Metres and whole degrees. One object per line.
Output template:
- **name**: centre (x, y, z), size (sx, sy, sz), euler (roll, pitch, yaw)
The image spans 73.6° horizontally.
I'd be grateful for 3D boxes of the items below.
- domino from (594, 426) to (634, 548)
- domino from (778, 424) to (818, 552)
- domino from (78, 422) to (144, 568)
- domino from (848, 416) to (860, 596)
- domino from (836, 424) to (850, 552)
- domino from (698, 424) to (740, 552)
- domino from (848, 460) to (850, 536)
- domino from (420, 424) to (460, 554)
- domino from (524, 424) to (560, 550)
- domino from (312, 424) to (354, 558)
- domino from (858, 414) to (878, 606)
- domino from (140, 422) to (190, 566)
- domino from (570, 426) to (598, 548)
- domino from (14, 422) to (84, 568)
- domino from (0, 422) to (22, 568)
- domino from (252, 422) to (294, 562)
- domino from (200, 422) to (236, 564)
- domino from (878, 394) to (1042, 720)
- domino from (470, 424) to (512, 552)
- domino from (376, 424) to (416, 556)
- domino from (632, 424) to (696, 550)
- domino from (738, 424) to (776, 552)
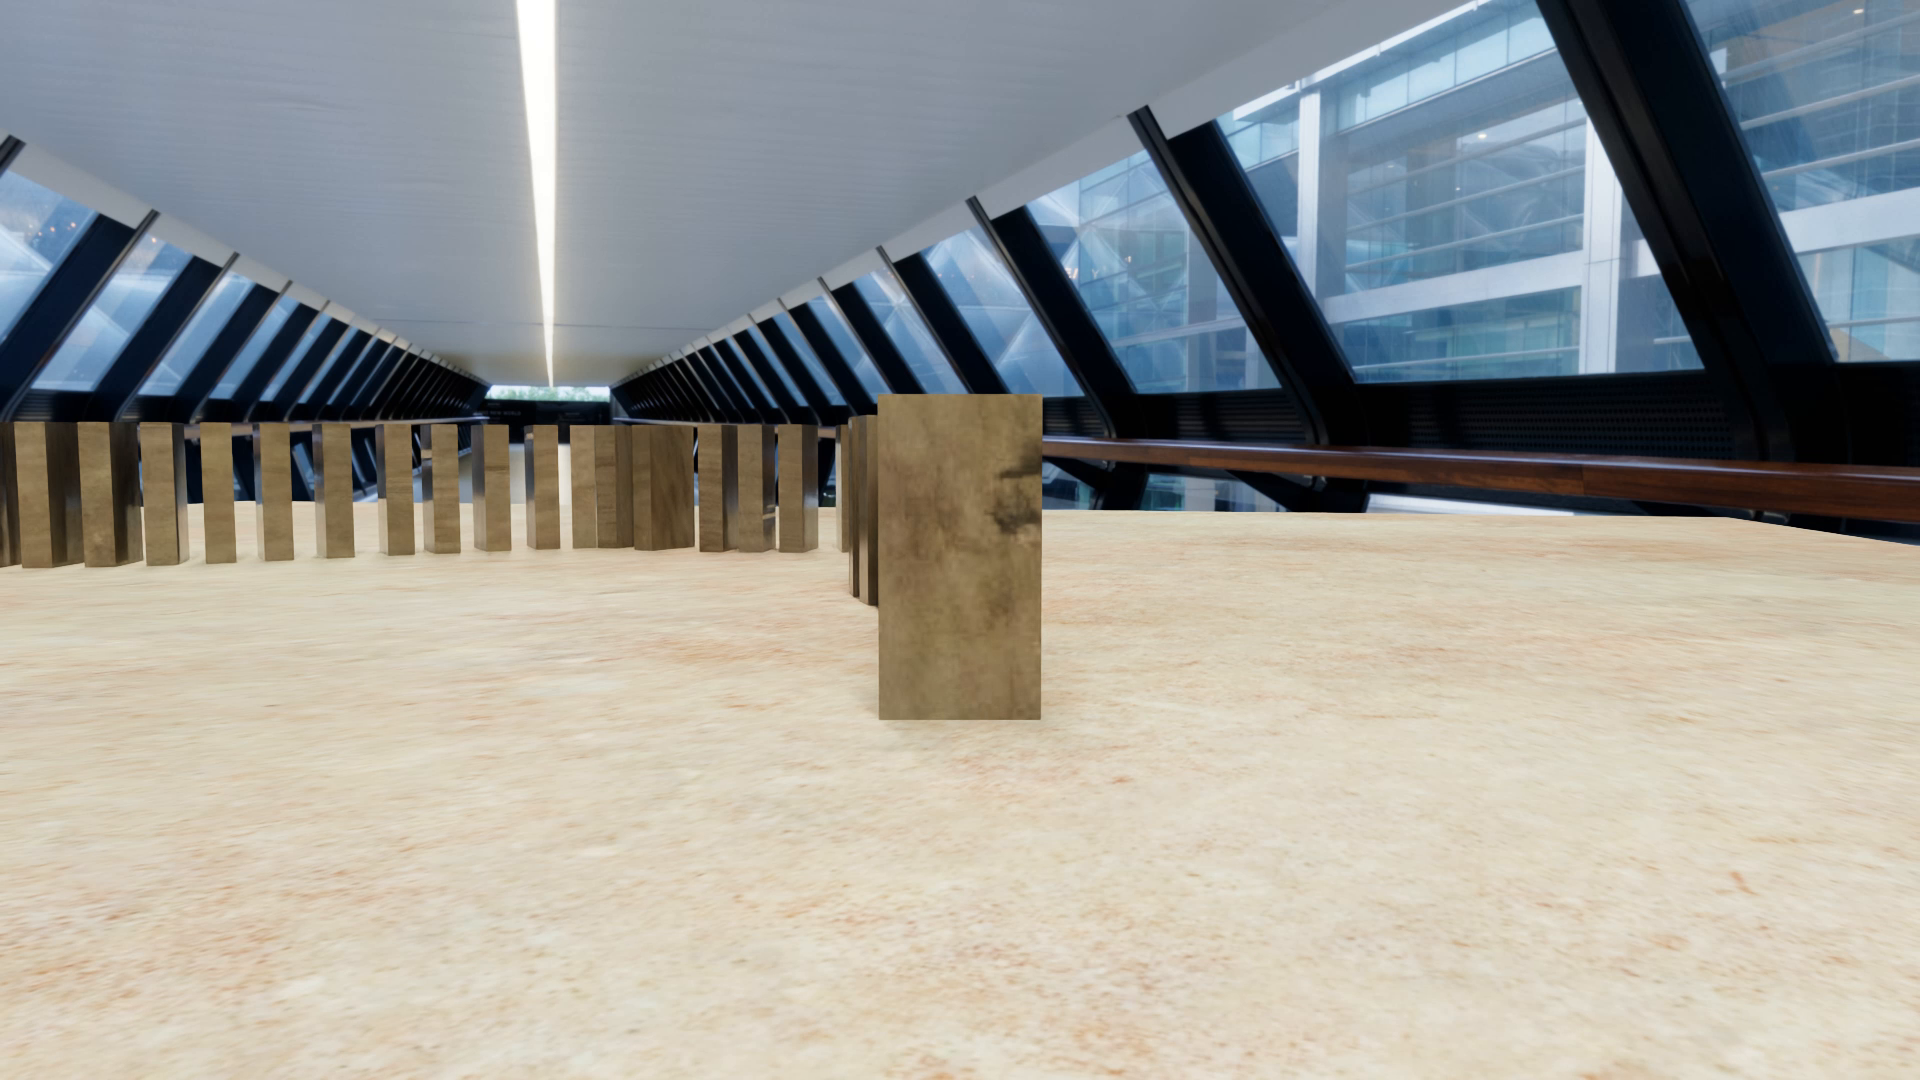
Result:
- **domino**: centre (-0.139, -0.022, 0.532), size (0.009, 0.050, 0.025), euler (2, 5, 21)
- **domino**: centre (-0.064, -0.021, 0.512), size (0.009, 0.050, 0.025), euler (1, 4, 8)
- **domino**: centre (-0.300, -0.016, 0.453), size (0.009, 0.050, 0.025), euler (-1, 4, -13)
- **domino**: centre (-0.018, -0.010, 0.362), size (0.025, 0.050, 0.009), euler (-1, 4, -10)
- **domino**: centre (-0.044, -0.021, 0.514), size (0.010, 0.050, 0.025), euler (-1, 4, -10)
- **domino**: centre (-0.097, -0.021, 0.515), size (0.009, 0.050, 0.025), euler (0, 4, 6)
- **domino**: centre (-0.021, -0.011, 0.385), size (0.025, 0.050, 0.010), euler (0, 4, -1)
- **domino**: centre (-0.205, -0.020, 0.507), size (0.009, 0.050, 0.025), euler (-3, 5, -32)
- **domino**: centre (-0.172, -0.022, 0.527), size (0.009, 0.050, 0.025), euler (-2, 5, -27)
- **domino**: centre (-0.238, -0.019, 0.487), size (0.010, 0.050, 0.025), euler (-3, 5, -34)
- **domino**: centre (-0.014, -0.008, 0.345), size (0.025, 0.050, 0.010), euler (-1, 4, -18)
- **domino**: centre (-0.284, -0.017, 0.458), size (0.010, 0.050, 0.025), euler (-2, 5, -23)
- **domino**: centre (-0.156, -0.022, 0.533), size (0.010, 0.050, 0.025), euler (-1, 4, -14)
- **domino**: centre (-0.318, -0.016, 0.450), size (0.010, 0.050, 0.025), euler (-1, 4, -8)
- **domino**: centre (-0.336, -0.016, 0.447), size (0.010, 0.050, 0.025), euler (-1, 4, -11)
- **domino**: centre (-0.254, -0.018, 0.475), size (0.009, 0.050, 0.025), euler (-3, 5, -34)
- **domino**: centre (-0.269, -0.017, 0.466), size (0.009, 0.050, 0.025), euler (-3, 5, -31)
- **domino**: centre (0.000, 0.002, 0.201), size (0.025, 0.050, 0.010), euler (0, 4, 0)
- **domino**: centre (-0.189, -0.021, 0.517), size (0.010, 0.050, 0.025), euler (-3, 5, -31)
- **domino**: centre (-0.220, -0.020, 0.499), size (0.009, 0.050, 0.025), euler (-3, 5, -31)
- **domino**: centre (-0.120, -0.022, 0.521), size (0.010, 0.050, 0.025), euler (3, 5, 31)
- **domino**: centre (-0.081, -0.021, 0.514), size (0.010, 0.050, 0.025), euler (0, 4, 3)
